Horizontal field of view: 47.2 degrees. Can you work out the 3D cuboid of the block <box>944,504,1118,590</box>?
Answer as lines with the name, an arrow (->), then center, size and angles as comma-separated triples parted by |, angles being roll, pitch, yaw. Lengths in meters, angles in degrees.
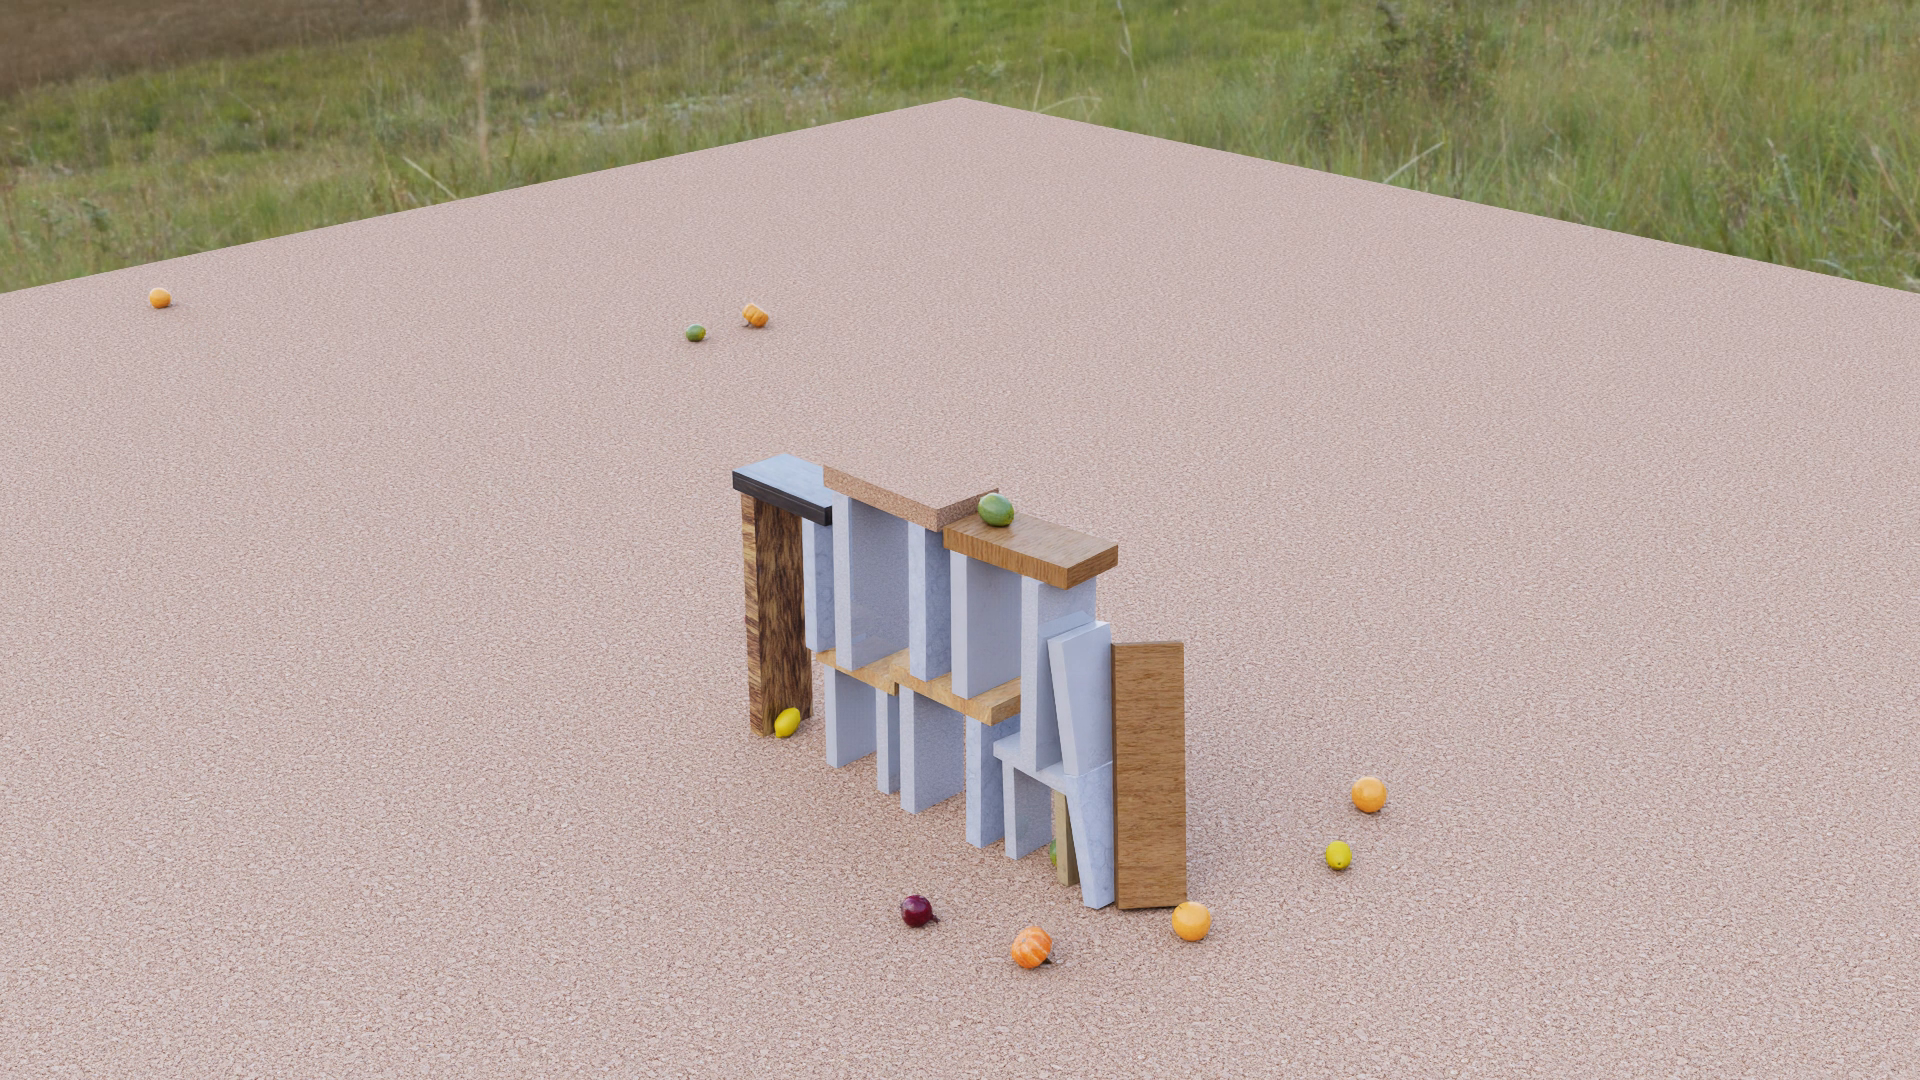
block -> 0.130, 0.011, 4.090 | 0.299, 0.042, 0.149 | 19, 29, 38

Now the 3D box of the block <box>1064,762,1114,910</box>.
block -> 0.274, 0.547, 4.137 | 0.130, 0.260, 0.037 | -18, 14, -37

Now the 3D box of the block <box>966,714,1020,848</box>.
block -> 0.076, 0.453, 4.332 | 0.141, 0.282, 0.040 | -21, 31, -41

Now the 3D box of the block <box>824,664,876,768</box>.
block -> -0.228, 0.352, 4.629 | 0.118, 0.237, 0.034 | -21, 31, -41

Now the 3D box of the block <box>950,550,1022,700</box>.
block -> 0.051, 0.142, 4.219 | 0.149, 0.299, 0.042 | -21, 30, -40

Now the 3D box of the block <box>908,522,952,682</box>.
block -> -0.023, 0.098, 4.288 | 0.164, 0.328, 0.046 | -20, 30, -39

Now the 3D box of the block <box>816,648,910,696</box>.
block -> -0.174, 0.249, 4.524 | 0.237, 0.034, 0.118 | 21, 31, 40

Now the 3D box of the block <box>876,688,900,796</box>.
block -> -0.117, 0.395, 4.527 | 0.118, 0.237, 0.034 | -21, 31, -41

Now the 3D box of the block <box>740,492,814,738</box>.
block -> -0.389, 0.144, 4.704 | 0.145, 0.560, 0.041 | -21, 31, -41

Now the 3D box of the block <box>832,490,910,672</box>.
block -> -0.178, 0.062, 4.437 | 0.046, 0.379, 0.164 | 21, 31, 40

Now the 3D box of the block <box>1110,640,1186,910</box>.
block -> 0.353, 0.438, 4.107 | 0.130, 0.495, 0.037 | -2, 5, -8

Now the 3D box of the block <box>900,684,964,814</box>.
block -> -0.057, 0.401, 4.454 | 0.040, 0.282, 0.141 | 21, 31, 41

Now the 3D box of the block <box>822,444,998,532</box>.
block -> -0.098, -0.104, 4.284 | 0.164, 0.046, 0.328 | -21, 30, -40

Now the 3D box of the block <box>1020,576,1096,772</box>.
block -> 0.183, 0.233, 4.113 | 0.149, 0.385, 0.042 | -19, 29, -38

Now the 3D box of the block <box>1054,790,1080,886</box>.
block -> 0.230, 0.549, 4.201 | 0.103, 0.206, 0.029 | -19, 25, -37

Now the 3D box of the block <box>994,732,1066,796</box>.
block -> 0.170, 0.420, 4.202 | 0.103, 0.029, 0.206 | -18, 29, -37

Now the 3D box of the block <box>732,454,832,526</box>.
block -> -0.320, -0.105, 4.522 | 0.145, 0.041, 0.290 | -21, 31, -40

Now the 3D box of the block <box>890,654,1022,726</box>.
block -> 0.010, 0.279, 4.330 | 0.282, 0.040, 0.141 | 21, 31, 41

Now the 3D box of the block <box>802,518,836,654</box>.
block -> -0.250, 0.075, 4.520 | 0.145, 0.290, 0.041 | -18, 29, -35

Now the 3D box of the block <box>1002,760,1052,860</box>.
block -> 0.132, 0.510, 4.292 | 0.029, 0.206, 0.103 | 18, 29, 42

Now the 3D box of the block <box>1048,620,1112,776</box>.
block -> 0.236, 0.294, 4.088 | 0.130, 0.260, 0.037 | -20, 18, -40
